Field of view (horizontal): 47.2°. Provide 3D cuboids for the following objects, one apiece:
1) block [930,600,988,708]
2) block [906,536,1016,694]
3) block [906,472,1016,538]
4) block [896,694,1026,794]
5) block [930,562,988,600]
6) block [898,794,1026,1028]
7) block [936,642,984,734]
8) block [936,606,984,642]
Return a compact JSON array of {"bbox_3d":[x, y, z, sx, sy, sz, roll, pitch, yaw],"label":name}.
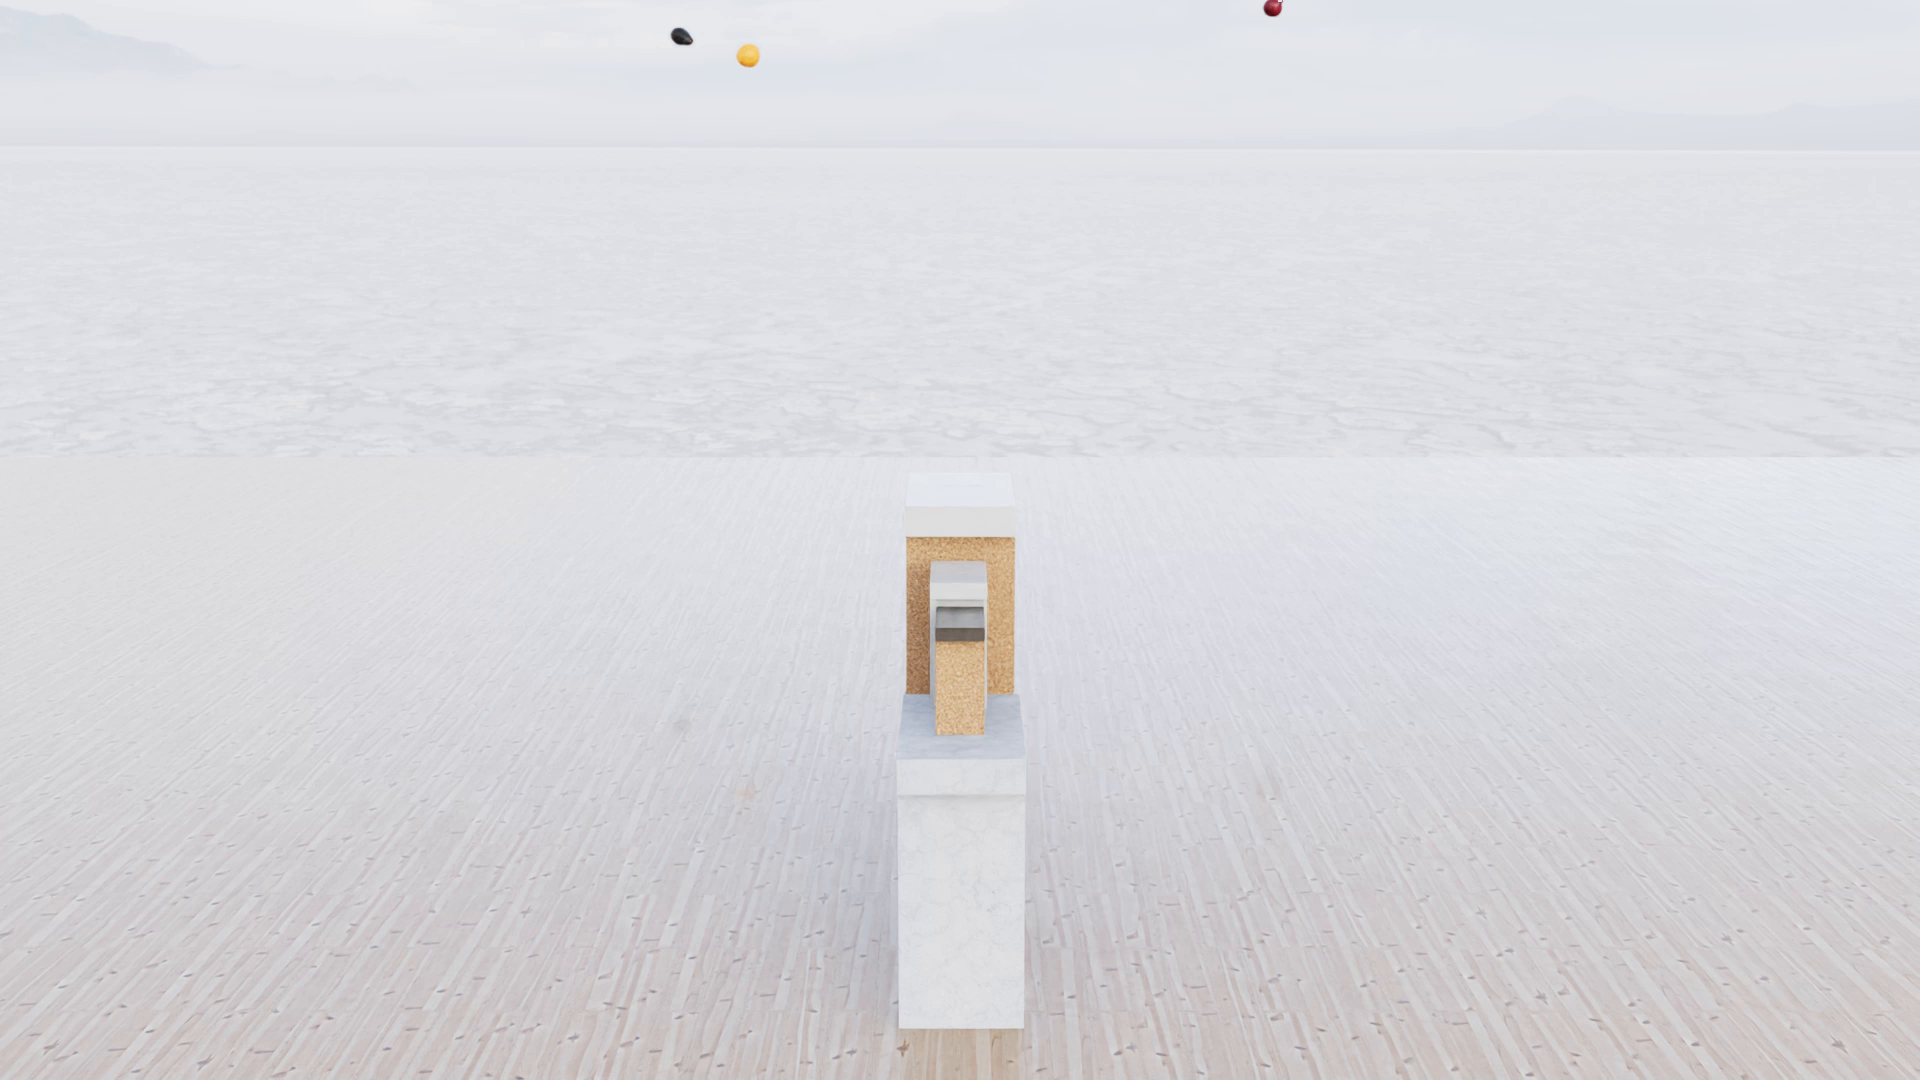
[{"bbox_3d":[-0.002,0.165,3.275,0.085,0.169,0.024,0,11,0],"label":"block"},{"bbox_3d":[0.001,0.152,3.479,0.170,0.340,0.048,0,11,0],"label":"block"},{"bbox_3d":[0.000,-0.059,3.555,0.170,0.048,0.340,0,11,0],"label":"block"},{"bbox_3d":[0.002,0.293,3.189,0.177,0.050,0.355,0,11,0],"label":"block"},{"bbox_3d":[-0.002,0.060,3.313,0.085,0.024,0.169,0,11,0],"label":"block"},{"bbox_3d":[0.002,0.513,3.110,0.177,0.355,0.050,0,11,0],"label":"block"},{"bbox_3d":[0.000,0.207,3.131,0.070,0.139,0.020,0,11,0],"label":"block"},{"bbox_3d":[0.000,0.120,3.162,0.070,0.020,0.139,0,11,0],"label":"block"}]
